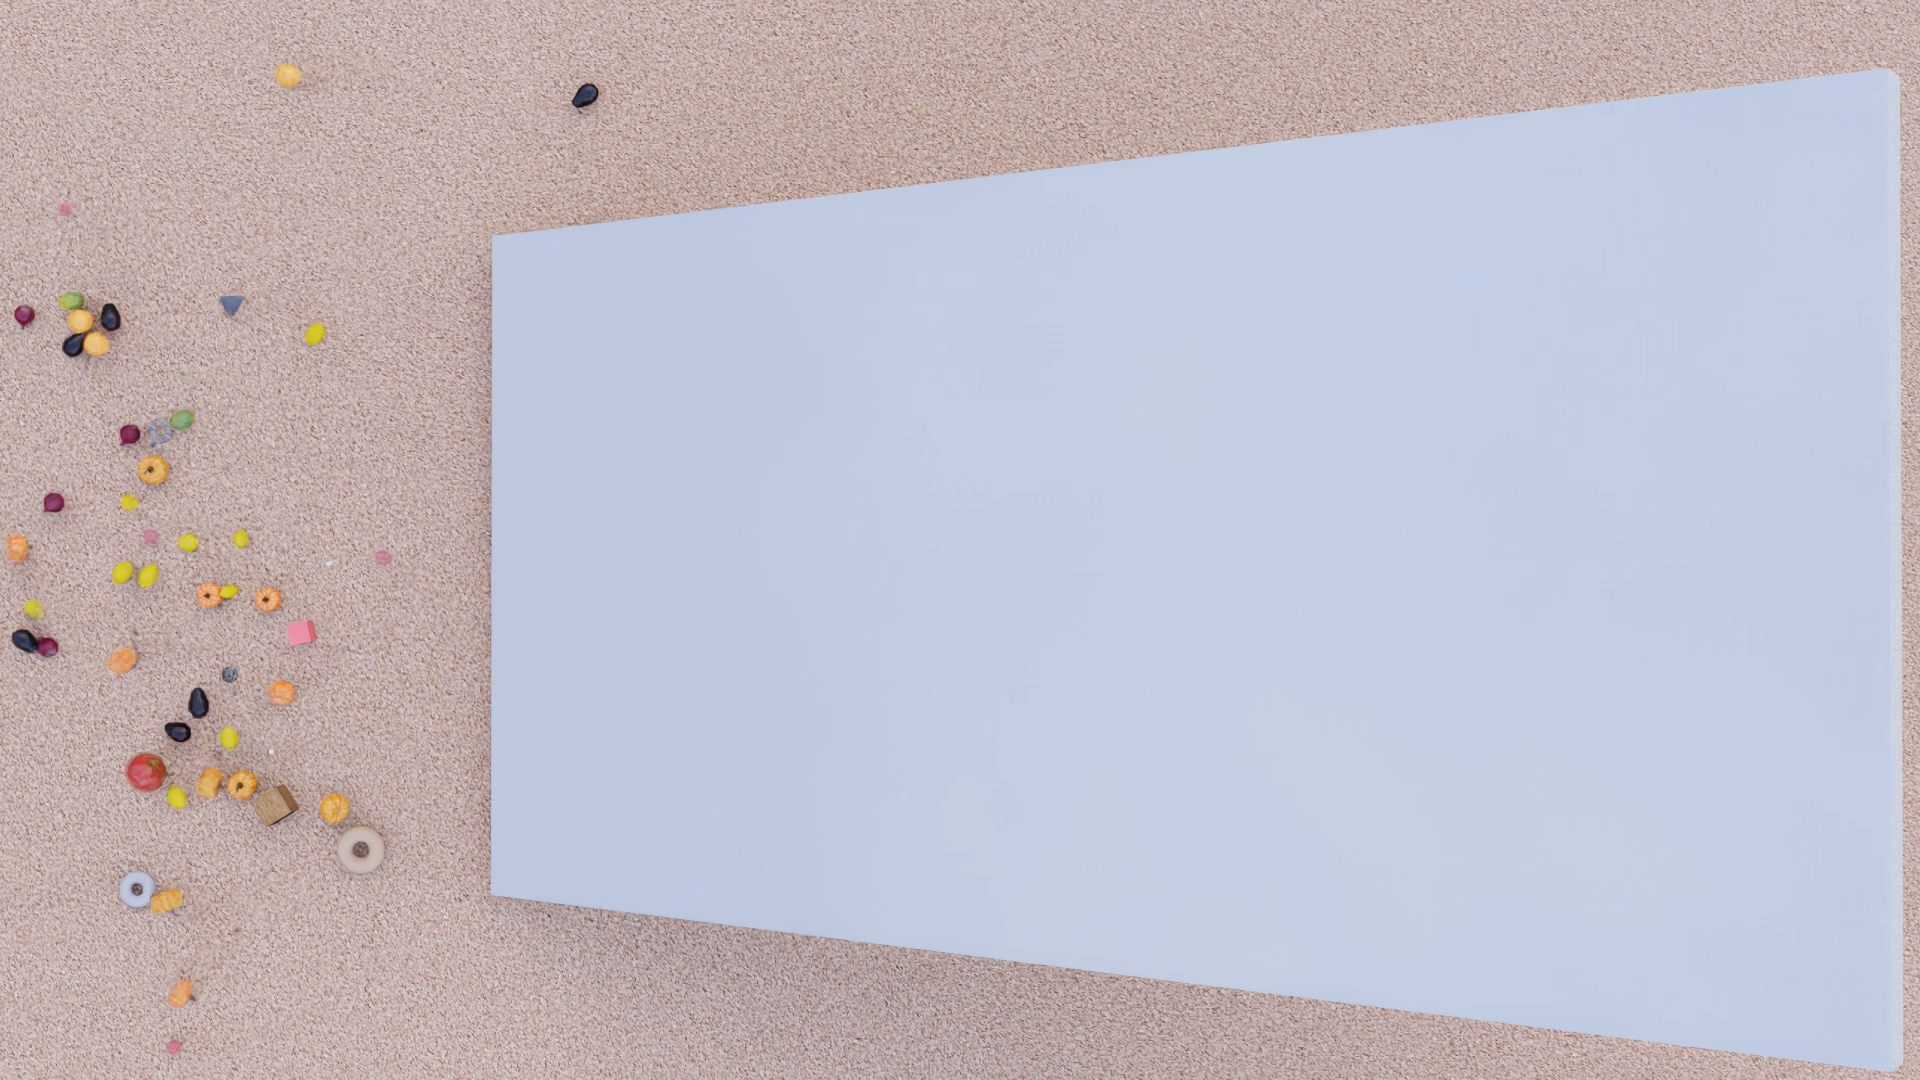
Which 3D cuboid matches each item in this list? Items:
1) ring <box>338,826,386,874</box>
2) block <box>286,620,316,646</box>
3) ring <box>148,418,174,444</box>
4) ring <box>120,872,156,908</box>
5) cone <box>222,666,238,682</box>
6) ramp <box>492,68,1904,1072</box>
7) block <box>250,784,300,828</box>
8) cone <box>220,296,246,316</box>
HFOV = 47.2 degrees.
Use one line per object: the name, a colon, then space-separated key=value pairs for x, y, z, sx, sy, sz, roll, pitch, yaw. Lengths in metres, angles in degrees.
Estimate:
ring: x=-1.832 y=0.947 z=6.727 sx=0.149 sy=0.050 sz=0.149 roll=0 pitch=90 yaw=1
block: x=-2.013 y=0.284 z=6.726 sx=0.062 sy=0.062 sz=0.062 roll=-14 pitch=90 yaw=0
ring: x=-2.454 y=-0.335 z=6.749 sx=0.080 sy=0.027 sz=0.080 roll=0 pitch=88 yaw=1
ring: x=-2.518 y=1.070 z=6.732 sx=0.112 sy=0.037 sz=0.112 roll=0 pitch=88 yaw=0
cone: x=-2.243 y=0.413 z=6.730 sx=0.051 sy=0.051 sz=0.051 roll=0 pitch=90 yaw=0
ramp: x=0.244 y=0.068 z=5.570 sx=4.000 sy=0.100 sz=2.000 roll=0 pitch=89 yaw=35
block: x=-2.089 y=0.810 z=6.708 sx=0.090 sy=0.090 sz=0.090 roll=-32 pitch=90 yaw=0
cone: x=-2.221 y=-0.731 z=6.750 sx=0.067 sy=0.067 sz=0.067 roll=-34 pitch=90 yaw=-27
